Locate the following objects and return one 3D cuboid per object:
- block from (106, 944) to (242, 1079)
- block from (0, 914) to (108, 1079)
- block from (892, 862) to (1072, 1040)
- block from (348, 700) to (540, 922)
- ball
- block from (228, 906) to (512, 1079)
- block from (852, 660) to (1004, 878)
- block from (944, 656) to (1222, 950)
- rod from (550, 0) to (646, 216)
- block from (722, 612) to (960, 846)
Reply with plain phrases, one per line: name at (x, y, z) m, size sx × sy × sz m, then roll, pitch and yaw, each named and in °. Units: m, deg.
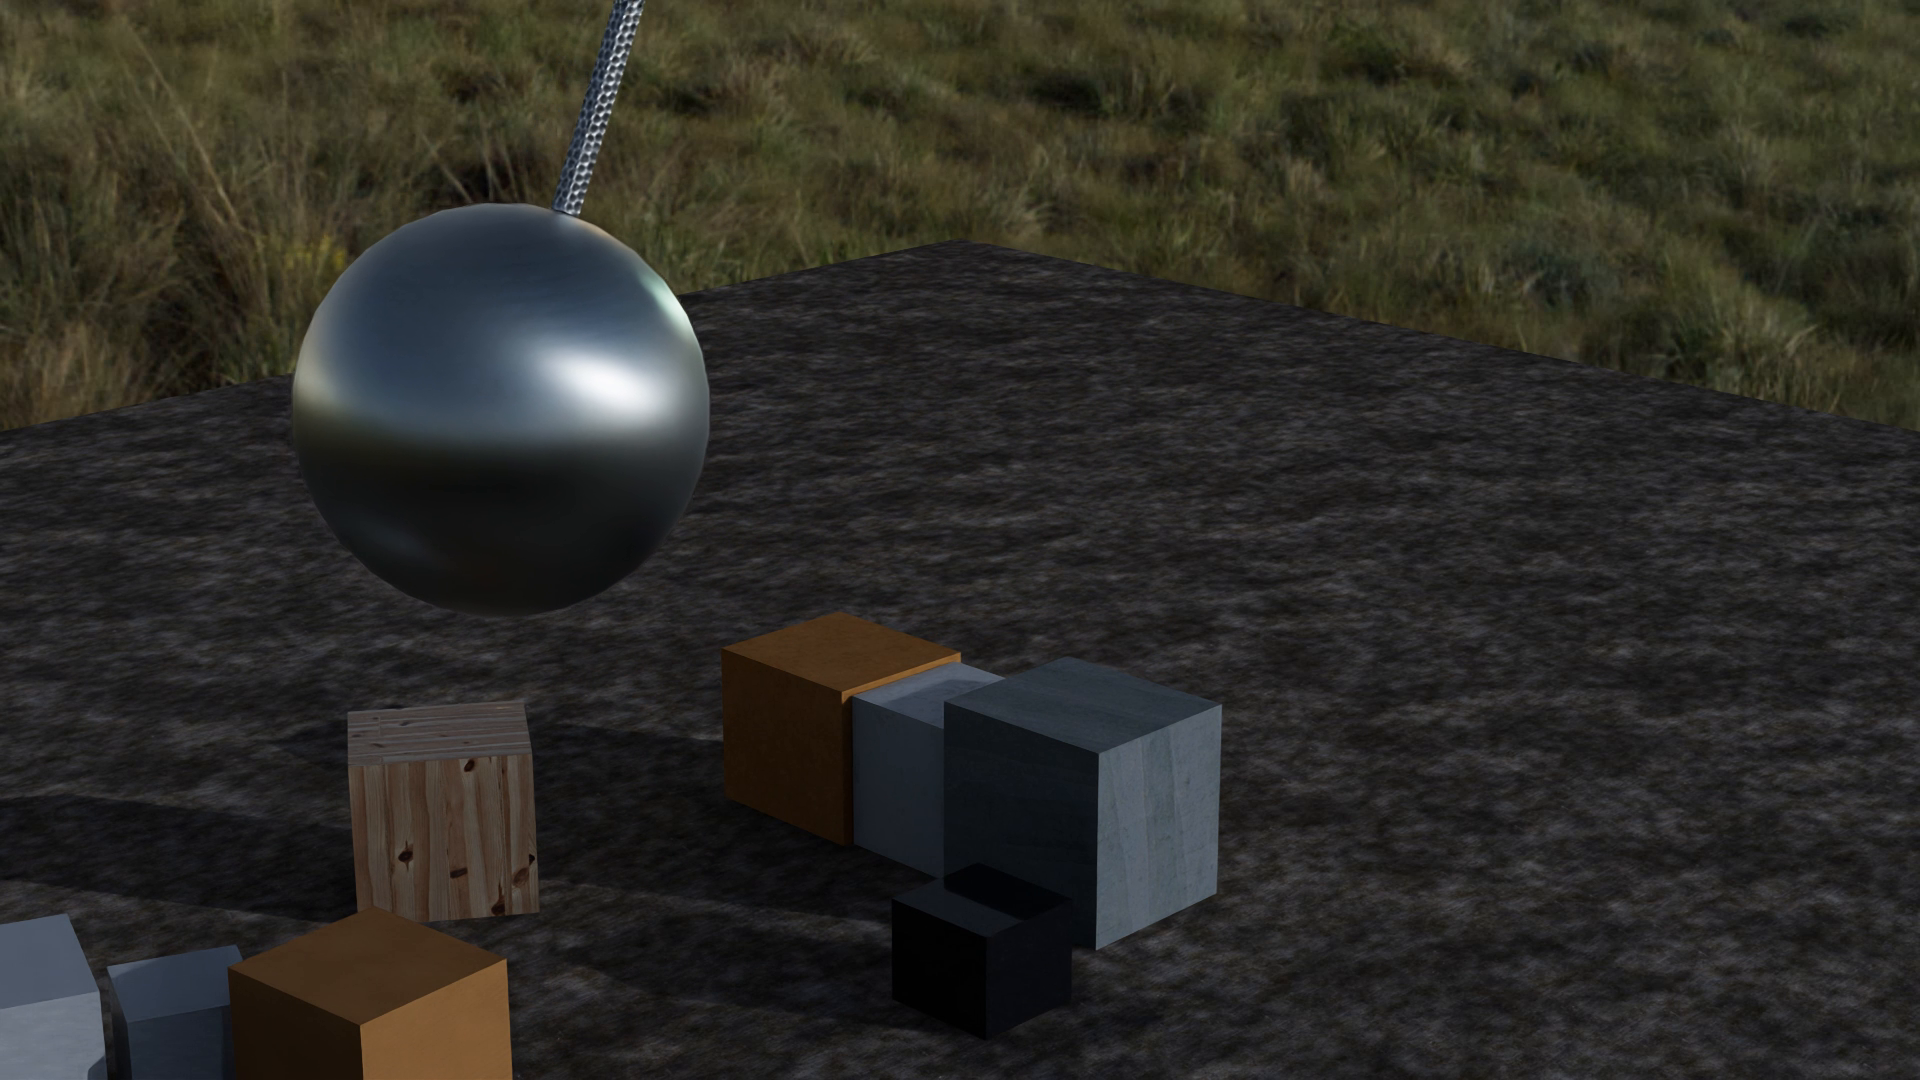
block at (-2.964, 1.944, 11.268) m, size 0.494 × 0.535 × 0.521 m, roll -7°, pitch 19°, yaw -22°
block at (-3.617, 1.929, 11.038) m, size 0.672 × 0.701 × 0.747 m, roll -8°, pitch 19°, yaw -24°
block at (0.091, 1.700, 12.171) m, size 0.541 × 0.459 × 0.515 m, roll 16°, pitch 24°, yaw 42°
block at (-2.328, 1.221, 13.196) m, size 0.792 × 0.758 × 0.688 m, roll -3°, pitch 18°, yaw -11°
ball at (-1.766, -0.501, 11.333) m, size 1.600 × 1.600 × 1.600 m, roll 0°, pitch 17°, yaw 0°
block at (-2.198, 1.923, 10.985) m, size 0.748 × 0.744 × 0.699 m, roll 14°, pitch 22°, yaw 37°
block at (-0.029, 1.073, 13.693) m, size 0.659 × 0.741 × 0.674 m, roll 17°, pitch 24°, yaw 42°
block at (0.544, 1.157, 13.141) m, size 0.915 × 0.914 × 0.827 m, roll 16°, pitch 24°, yaw 41°
rod at (-0.765, -3.750, 11.361) m, size 0.080 × 5.200 × 0.080 m, roll 17°, pitch -1°, yaw 42°
block at (-0.574, 0.897, 14.206) m, size 0.776 × 0.771 × 0.857 m, roll -17°, pitch 24°, yaw -42°
